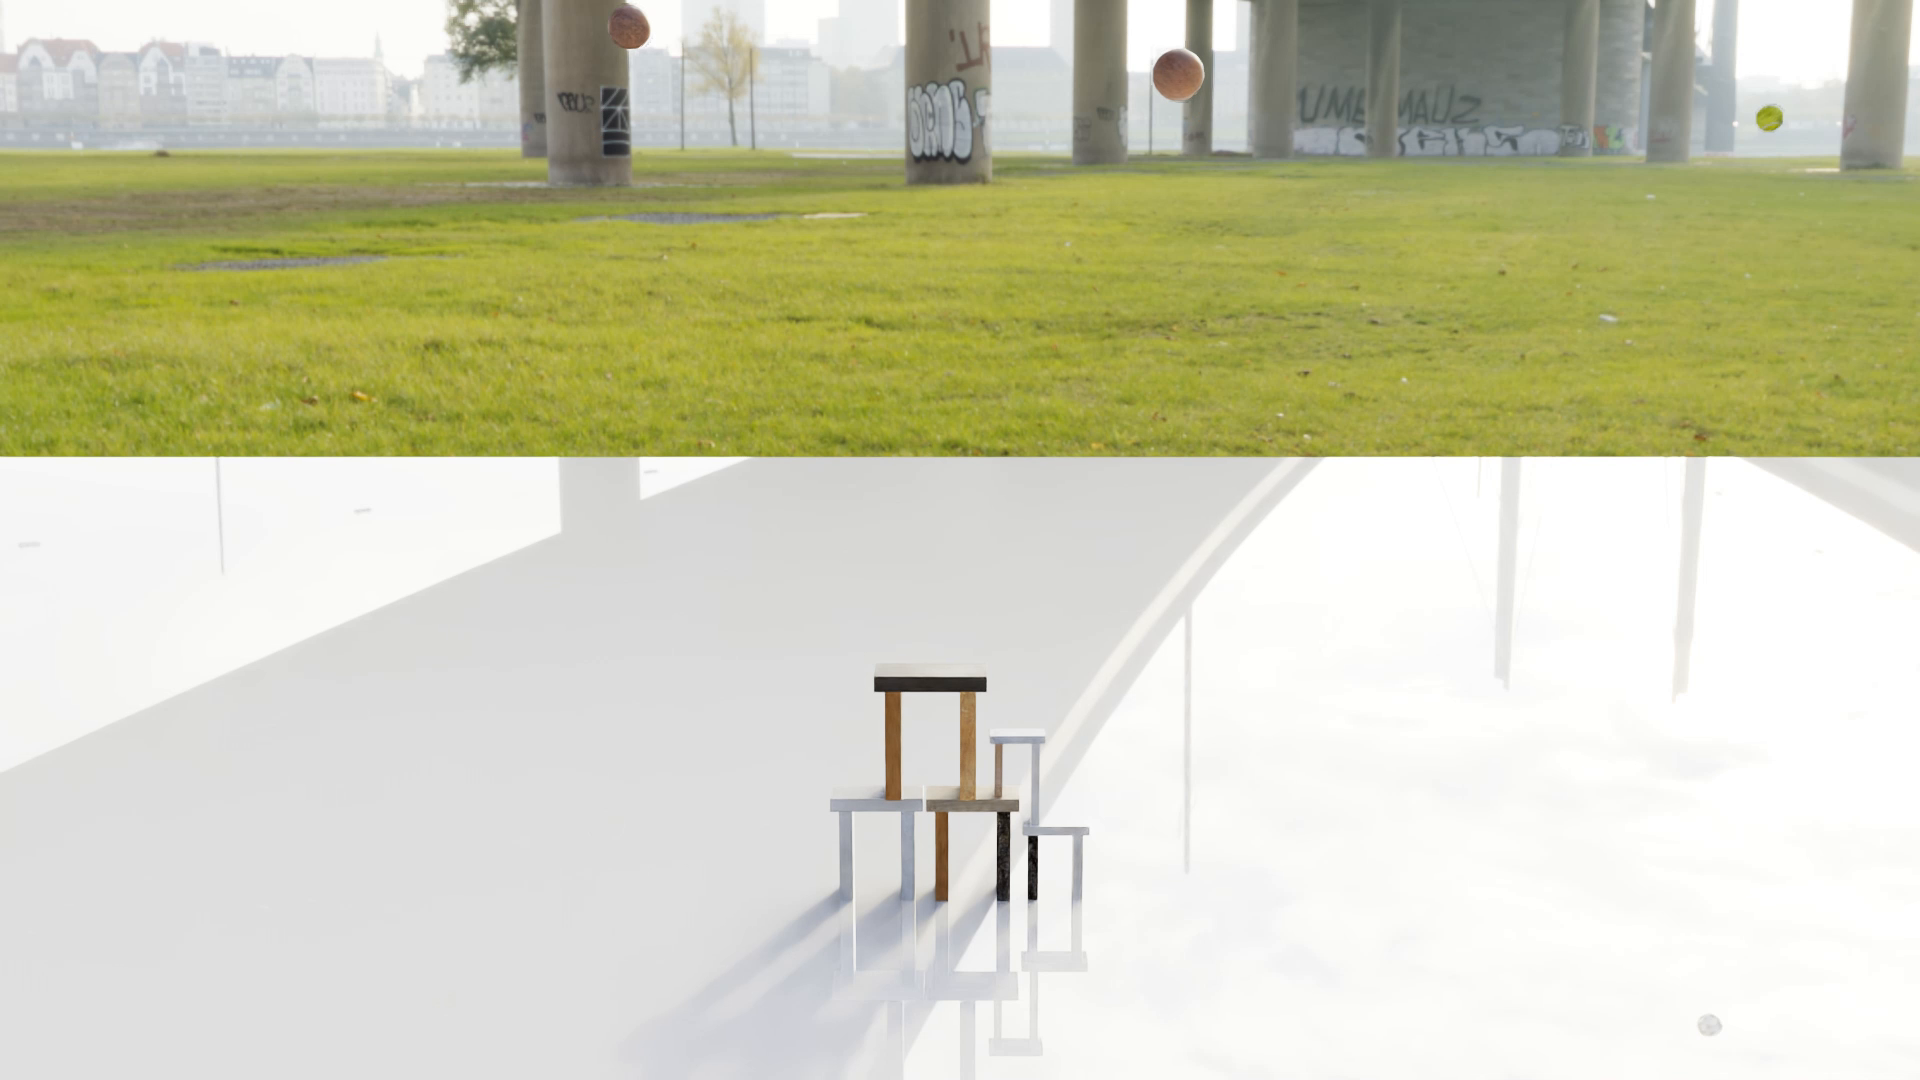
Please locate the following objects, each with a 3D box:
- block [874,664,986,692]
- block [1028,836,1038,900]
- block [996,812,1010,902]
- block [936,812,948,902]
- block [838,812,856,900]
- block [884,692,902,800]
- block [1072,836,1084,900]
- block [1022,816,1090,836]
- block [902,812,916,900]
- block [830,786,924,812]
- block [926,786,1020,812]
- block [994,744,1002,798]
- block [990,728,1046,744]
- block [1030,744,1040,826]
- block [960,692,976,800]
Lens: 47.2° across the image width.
[{"bbox_3d":[-0.048,0.226,3.603,0.183,0.026,0.091,0,11,0],"label":"block"},{"bbox_3d":[0.121,0.536,3.657,0.016,0.111,0.055,0,11,0],"label":"block"},{"bbox_3d":[0.072,0.514,3.657,0.022,0.153,0.077,0,11,0],"label":"block"},{"bbox_3d":[-0.030,0.514,3.657,0.022,0.153,0.076,0,11,0],"label":"block"},{"bbox_3d":[-0.188,0.514,3.660,0.022,0.153,0.077,0,11,0],"label":"block"},{"bbox_3d":[-0.109,0.328,3.622,0.026,0.183,0.091,0,11,0],"label":"block"},{"bbox_3d":[0.195,0.536,3.657,0.016,0.111,0.055,0,11,0],"label":"block"},{"bbox_3d":[0.158,0.474,3.645,0.111,0.016,0.055,0,11,0],"label":"block"},{"bbox_3d":[-0.086,0.514,3.660,0.022,0.153,0.077,0,11,0],"label":"block"},{"bbox_3d":[-0.137,0.428,3.644,0.153,0.022,0.076,0,11,0],"label":"block"},{"bbox_3d":[0.021,0.429,3.641,0.153,0.022,0.077,0,11,0],"label":"block"},{"bbox_3d":[0.063,0.374,3.628,0.013,0.091,0.045,0,11,0],"label":"block"},{"bbox_3d":[0.094,0.323,3.618,0.091,0.013,0.045,0,11,0],"label":"block"},{"bbox_3d":[0.124,0.397,3.632,0.013,0.139,0.045,0,11,0],"label":"block"},{"bbox_3d":[0.013,0.328,3.622,0.026,0.183,0.091,0,11,0],"label":"block"}]
